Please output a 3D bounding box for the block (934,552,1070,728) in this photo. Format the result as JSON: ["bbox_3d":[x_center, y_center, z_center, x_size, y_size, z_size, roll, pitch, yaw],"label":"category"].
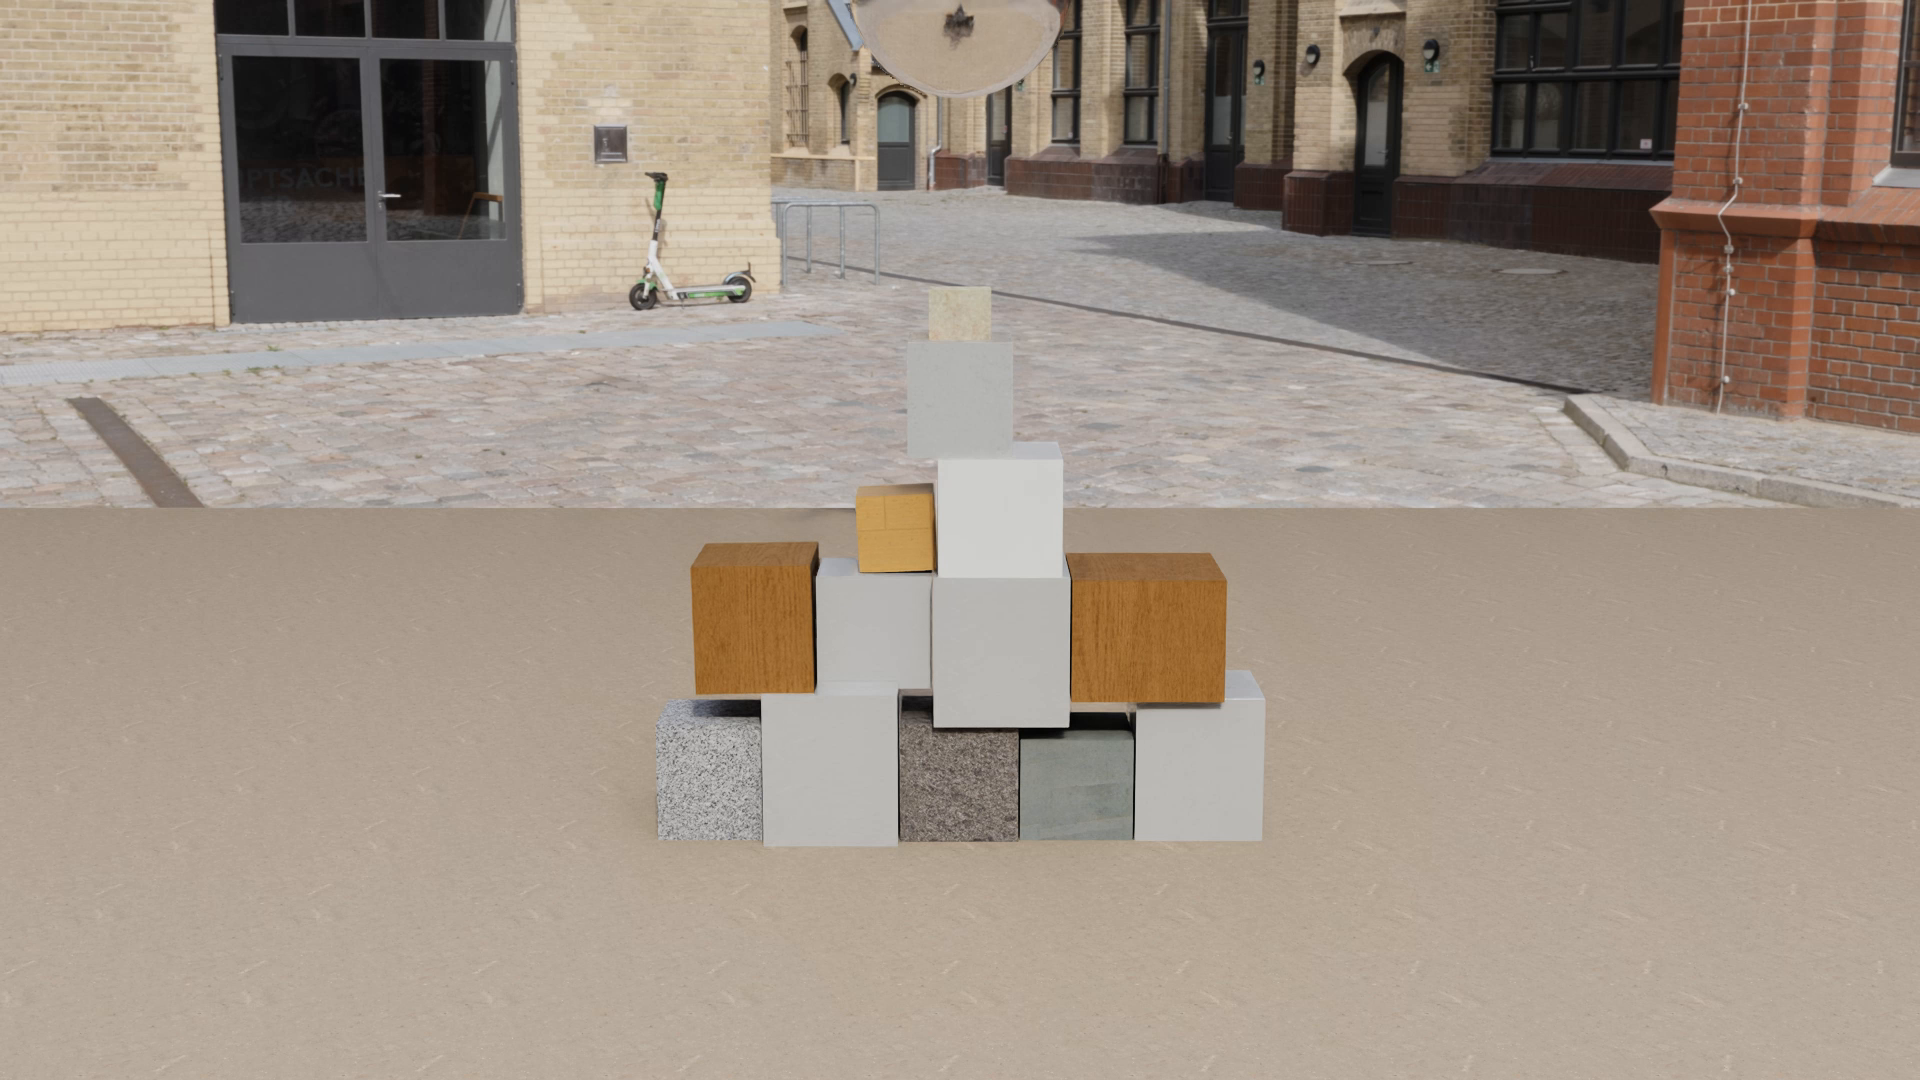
[{"bbox_3d":[0.207,0.497,11.270,0.677,0.762,0.716,0,10,0],"label":"block"}]

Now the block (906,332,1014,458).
[{"bbox_3d":[0.000,-0.736,11.064,0.517,0.568,0.606,0,10,0],"label":"block"}]

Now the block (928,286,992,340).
[{"bbox_3d":[0.000,-1.135,10.985,0.307,0.245,0.269,0,10,0],"label":"block"}]

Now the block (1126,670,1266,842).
[{"bbox_3d":[1.210,1.108,11.396,0.647,0.742,0.613,0,10,0],"label":"block"}]

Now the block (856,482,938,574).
[{"bbox_3d":[-0.319,-0.063,11.187,0.388,0.388,0.354,-3,10,1],"label":"block"}]

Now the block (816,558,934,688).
[{"bbox_3d":[-0.430,0.421,11.270,0.576,0.575,0.505,0,10,0],"label":"block"}]

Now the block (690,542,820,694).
[{"bbox_3d":[-1.029,0.390,11.243,0.591,0.647,0.658,-1,10,0],"label":"block"}]

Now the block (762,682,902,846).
[{"bbox_3d":[-0.651,1.092,11.371,0.677,0.783,0.741,0,10,0],"label":"block"}]

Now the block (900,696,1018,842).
[{"bbox_3d":[-0.004,1.176,11.381,0.597,0.614,0.579,0,10,0],"label":"block"}]

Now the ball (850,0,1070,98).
[{"bbox_3d":[0.000,-3.966,15.699,1.600,1.600,1.600,0,10,0],"label":"ball"}]

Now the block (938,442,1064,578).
[{"bbox_3d":[0.199,-0.163,11.137,0.613,0.585,0.653,0,10,0],"label":"block"}]

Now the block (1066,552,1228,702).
[{"bbox_3d":[0.937,0.438,11.274,0.763,0.619,0.742,0,10,0],"label":"block"}]

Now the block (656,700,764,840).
[{"bbox_3d":[-1.266,1.182,11.376,0.534,0.603,0.525,0,10,0],"label":"block"}]

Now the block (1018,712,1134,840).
[{"bbox_3d":[0.590,1.218,11.399,0.571,0.525,0.557,0,10,0],"label":"block"}]
